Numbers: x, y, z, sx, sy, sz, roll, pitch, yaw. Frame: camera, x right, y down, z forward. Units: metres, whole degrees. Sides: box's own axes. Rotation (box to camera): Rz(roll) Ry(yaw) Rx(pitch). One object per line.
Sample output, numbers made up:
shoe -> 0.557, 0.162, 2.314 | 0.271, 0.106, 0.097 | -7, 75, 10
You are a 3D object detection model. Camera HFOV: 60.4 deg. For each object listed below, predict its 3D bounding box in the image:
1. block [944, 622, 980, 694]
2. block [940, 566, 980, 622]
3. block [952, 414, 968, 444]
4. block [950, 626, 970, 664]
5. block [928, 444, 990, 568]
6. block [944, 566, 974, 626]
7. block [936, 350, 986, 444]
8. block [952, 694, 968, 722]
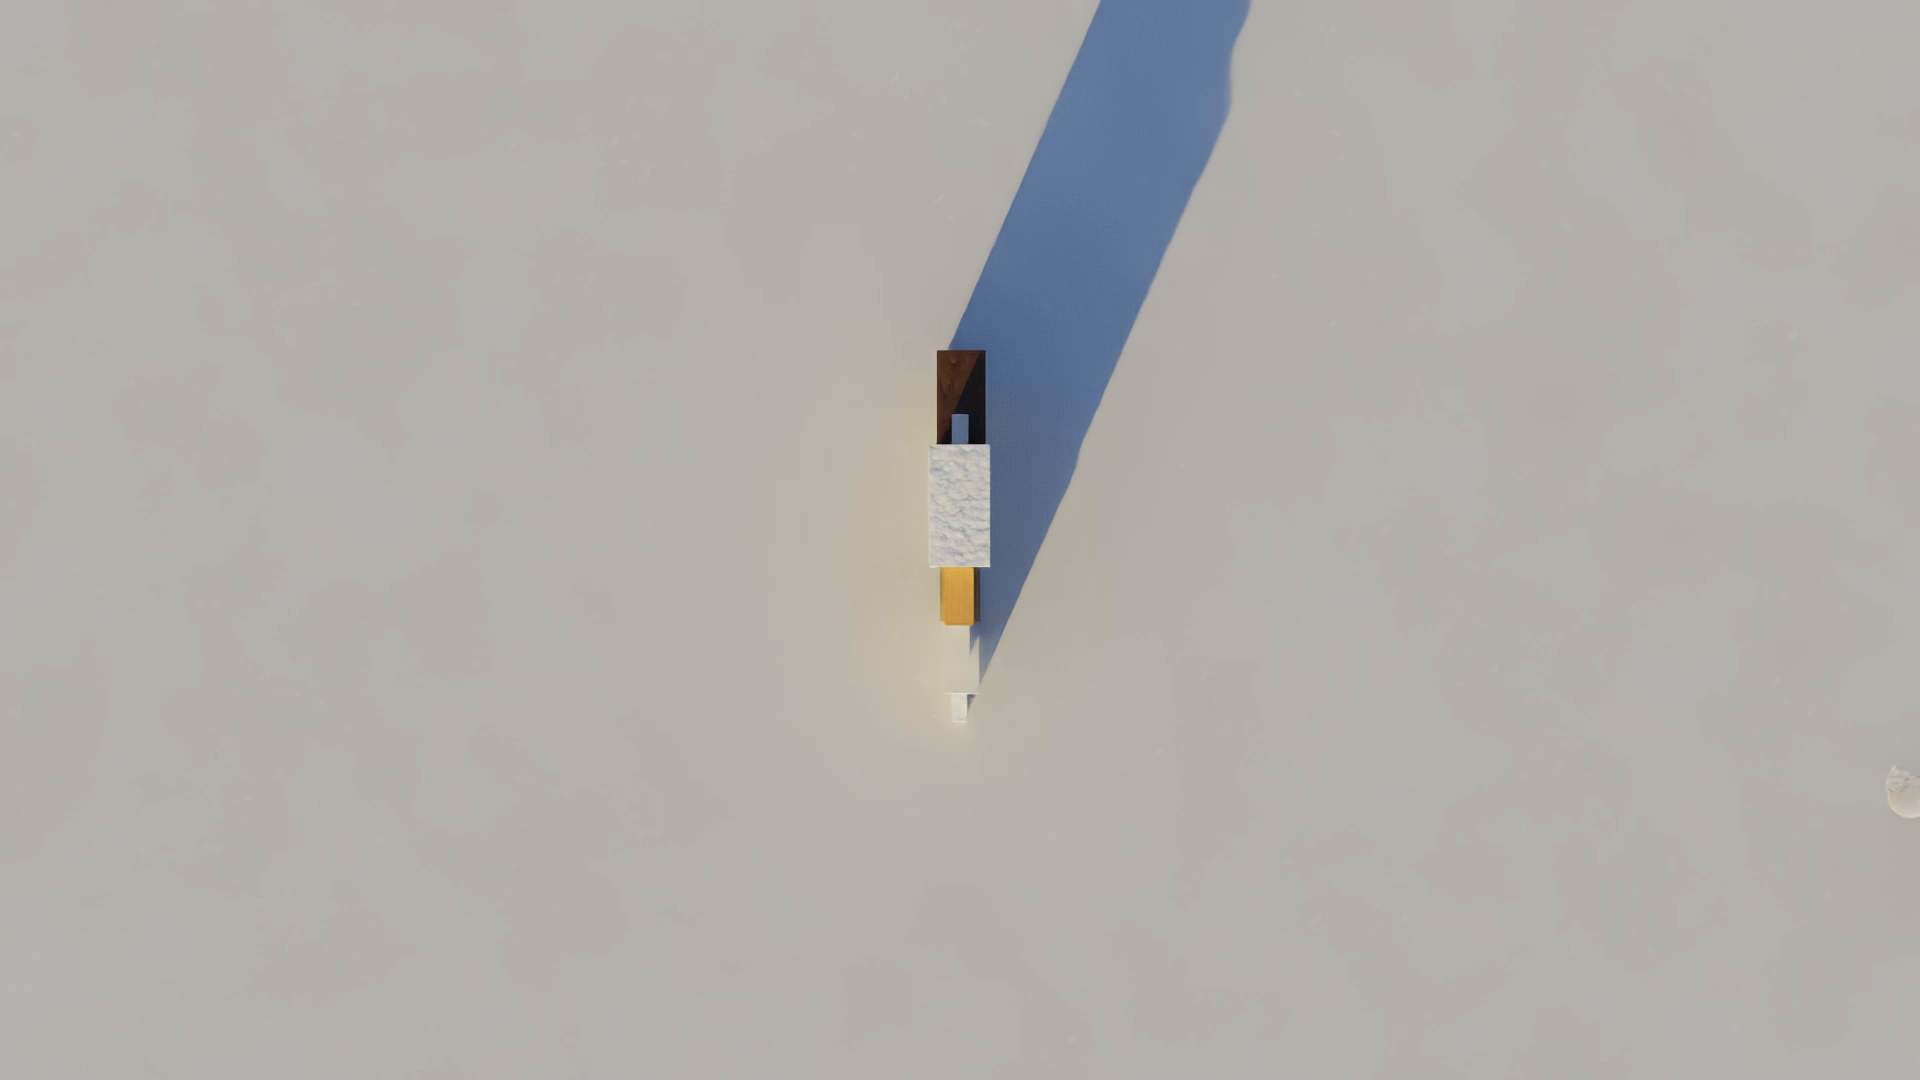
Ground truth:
block -> 0.005, 0.375, 5.258 | 0.113, 0.032, 0.226 | 0, 90, 0
block -> 0.000, 0.129, 5.226 | 0.128, 0.036, 0.256 | 0, 90, 0
block -> 0.000, -0.333, 5.044 | 0.050, 0.014, 0.101 | 0, 90, 0
block -> -0.001, 0.324, 5.114 | 0.060, 0.017, 0.120 | 0, 90, 0
block -> -0.001, -0.099, 4.802 | 0.177, 0.050, 0.355 | 0, 90, 0
block -> -0.003, 0.170, 5.018 | 0.089, 0.025, 0.177 | 0, 90, 0
block -> 0.004, -0.440, 5.173 | 0.153, 0.043, 0.305 | 0, 90, 0
block -> -0.002, 0.543, 5.393 | 0.050, 0.014, 0.100 | 0, 90, 0
